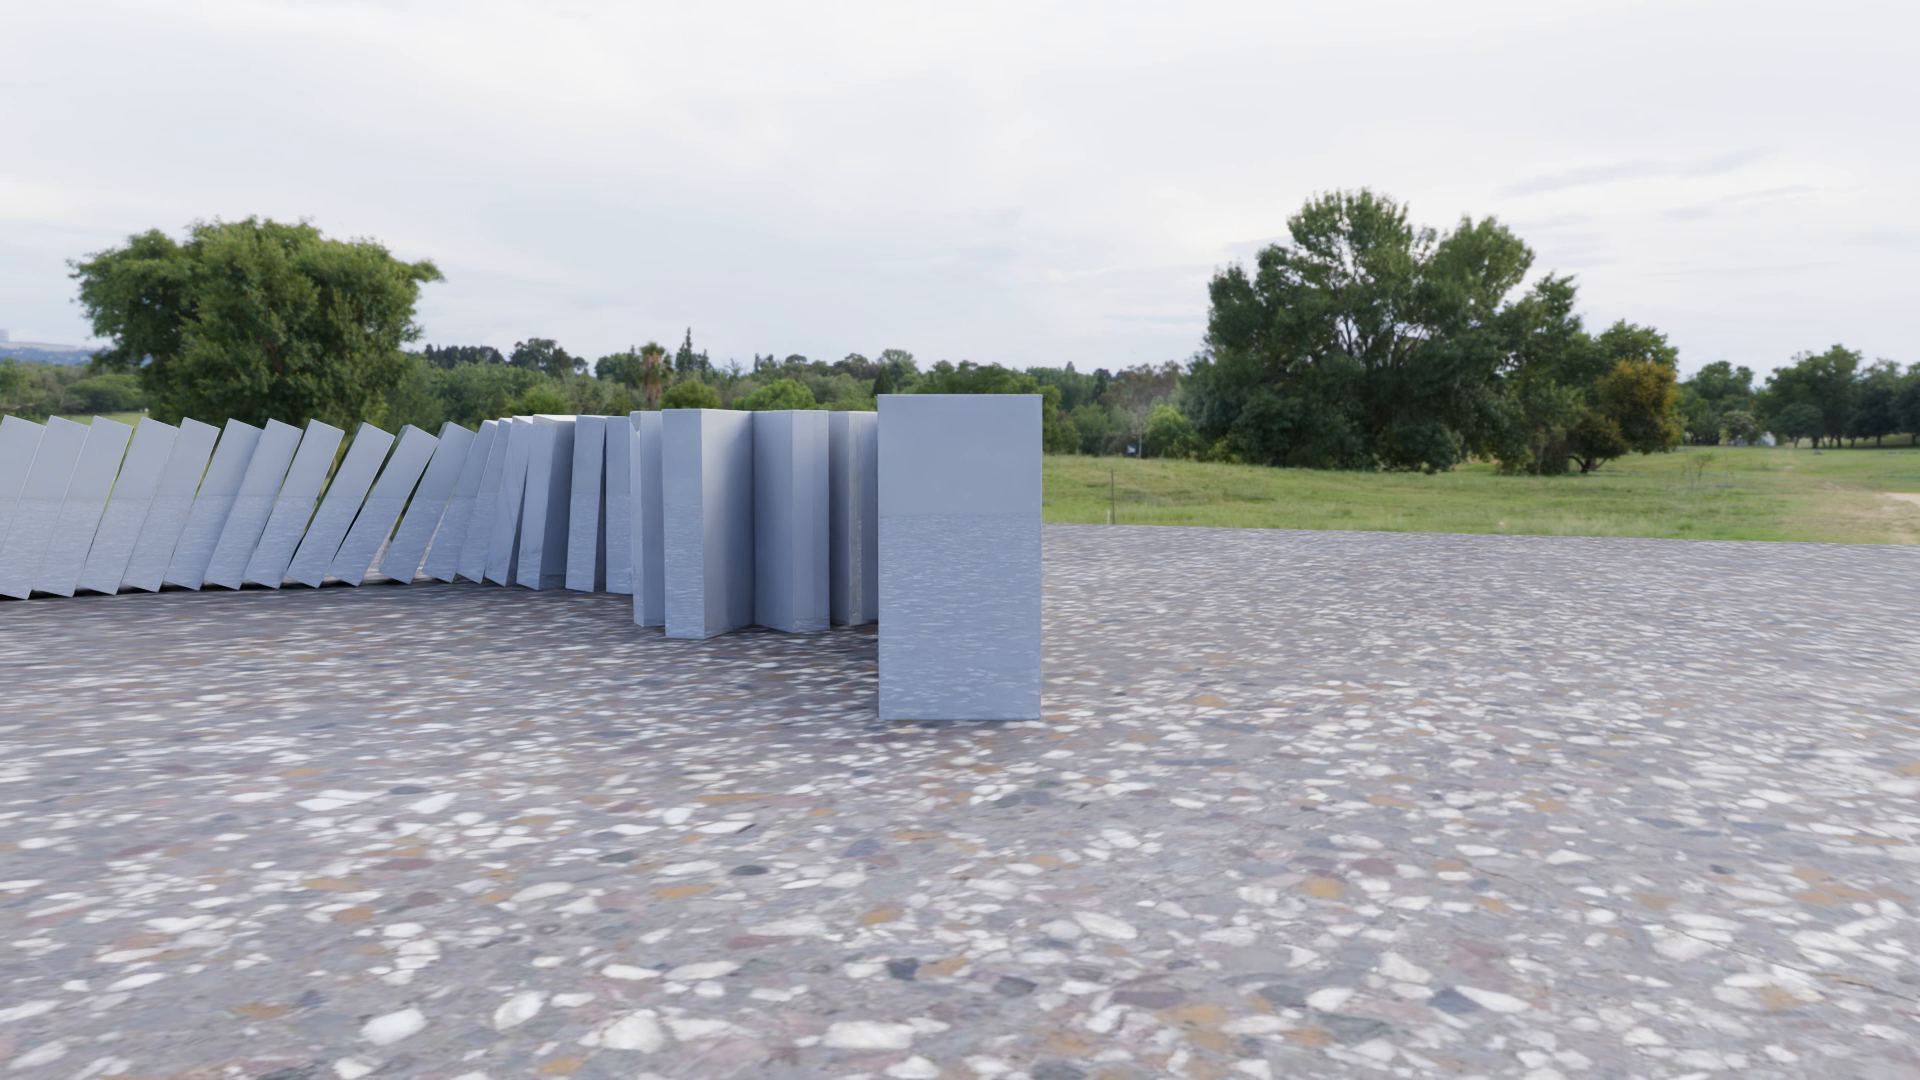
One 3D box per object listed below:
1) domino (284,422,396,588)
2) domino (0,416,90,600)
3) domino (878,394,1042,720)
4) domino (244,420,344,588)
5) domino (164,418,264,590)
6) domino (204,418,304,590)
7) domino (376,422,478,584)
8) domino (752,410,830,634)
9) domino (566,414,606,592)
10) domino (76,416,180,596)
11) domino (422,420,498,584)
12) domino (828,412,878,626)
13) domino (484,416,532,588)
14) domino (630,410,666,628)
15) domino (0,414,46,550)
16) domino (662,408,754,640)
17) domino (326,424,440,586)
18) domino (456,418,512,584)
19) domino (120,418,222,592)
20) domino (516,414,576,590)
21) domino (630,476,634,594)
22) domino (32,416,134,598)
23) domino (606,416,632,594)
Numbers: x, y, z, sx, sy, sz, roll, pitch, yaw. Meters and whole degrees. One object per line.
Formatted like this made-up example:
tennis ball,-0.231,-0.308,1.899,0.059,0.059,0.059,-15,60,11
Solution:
domino,-0.189,-0.011,0.390,0.009,0.050,0.025,28,-9,-27
domino,-0.258,-0.010,0.361,0.009,0.050,0.025,20,-7,-32
domino,0.000,0.002,0.201,0.025,0.050,0.009,0,4,0
domino,-0.201,-0.011,0.387,0.010,0.050,0.025,23,-7,-27
domino,-0.222,-0.011,0.383,0.009,0.050,0.025,22,-7,-28
domino,-0.212,-0.011,0.385,0.009,0.050,0.025,22,-7,-28
domino,-0.166,-0.012,0.400,0.009,0.050,0.025,26,-7,-25
domino,-0.041,-0.005,0.299,0.009,0.050,0.025,-3,5,-37
domino,-0.103,-0.011,0.378,0.009,0.050,0.025,8,7,19
domino,-0.241,-0.010,0.372,0.009,0.050,0.025,21,-8,-32
domino,-0.152,-0.013,0.403,0.010,0.050,0.025,22,0,-11
domino,-0.032,-0.006,0.310,0.025,0.050,0.009,4,6,43
domino,-0.127,-0.012,0.389,0.010,0.050,0.025,22,14,28
domino,-0.065,-0.005,0.306,0.025,0.050,0.010,-2,5,-28
domino,-0.267,-0.009,0.356,0.009,0.050,0.025,20,-7,-32
domino,-0.057,-0.004,0.290,0.009,0.050,0.025,1,4,16
domino,-0.178,-0.011,0.395,0.010,0.050,0.025,30,-10,-26
domino,-0.138,-0.012,0.398,0.010,0.050,0.025,22,11,16
domino,-0.232,-0.011,0.378,0.009,0.050,0.025,21,-6,-28
domino,-0.116,-0.012,0.382,0.009,0.050,0.025,15,11,29
domino,-0.080,-0.010,0.364,0.025,0.050,0.009,-3,6,-34
domino,-0.250,-0.010,0.366,0.009,0.050,0.025,20,-7,-32
domino,-0.091,-0.011,0.374,0.009,0.050,0.025,4,5,26
